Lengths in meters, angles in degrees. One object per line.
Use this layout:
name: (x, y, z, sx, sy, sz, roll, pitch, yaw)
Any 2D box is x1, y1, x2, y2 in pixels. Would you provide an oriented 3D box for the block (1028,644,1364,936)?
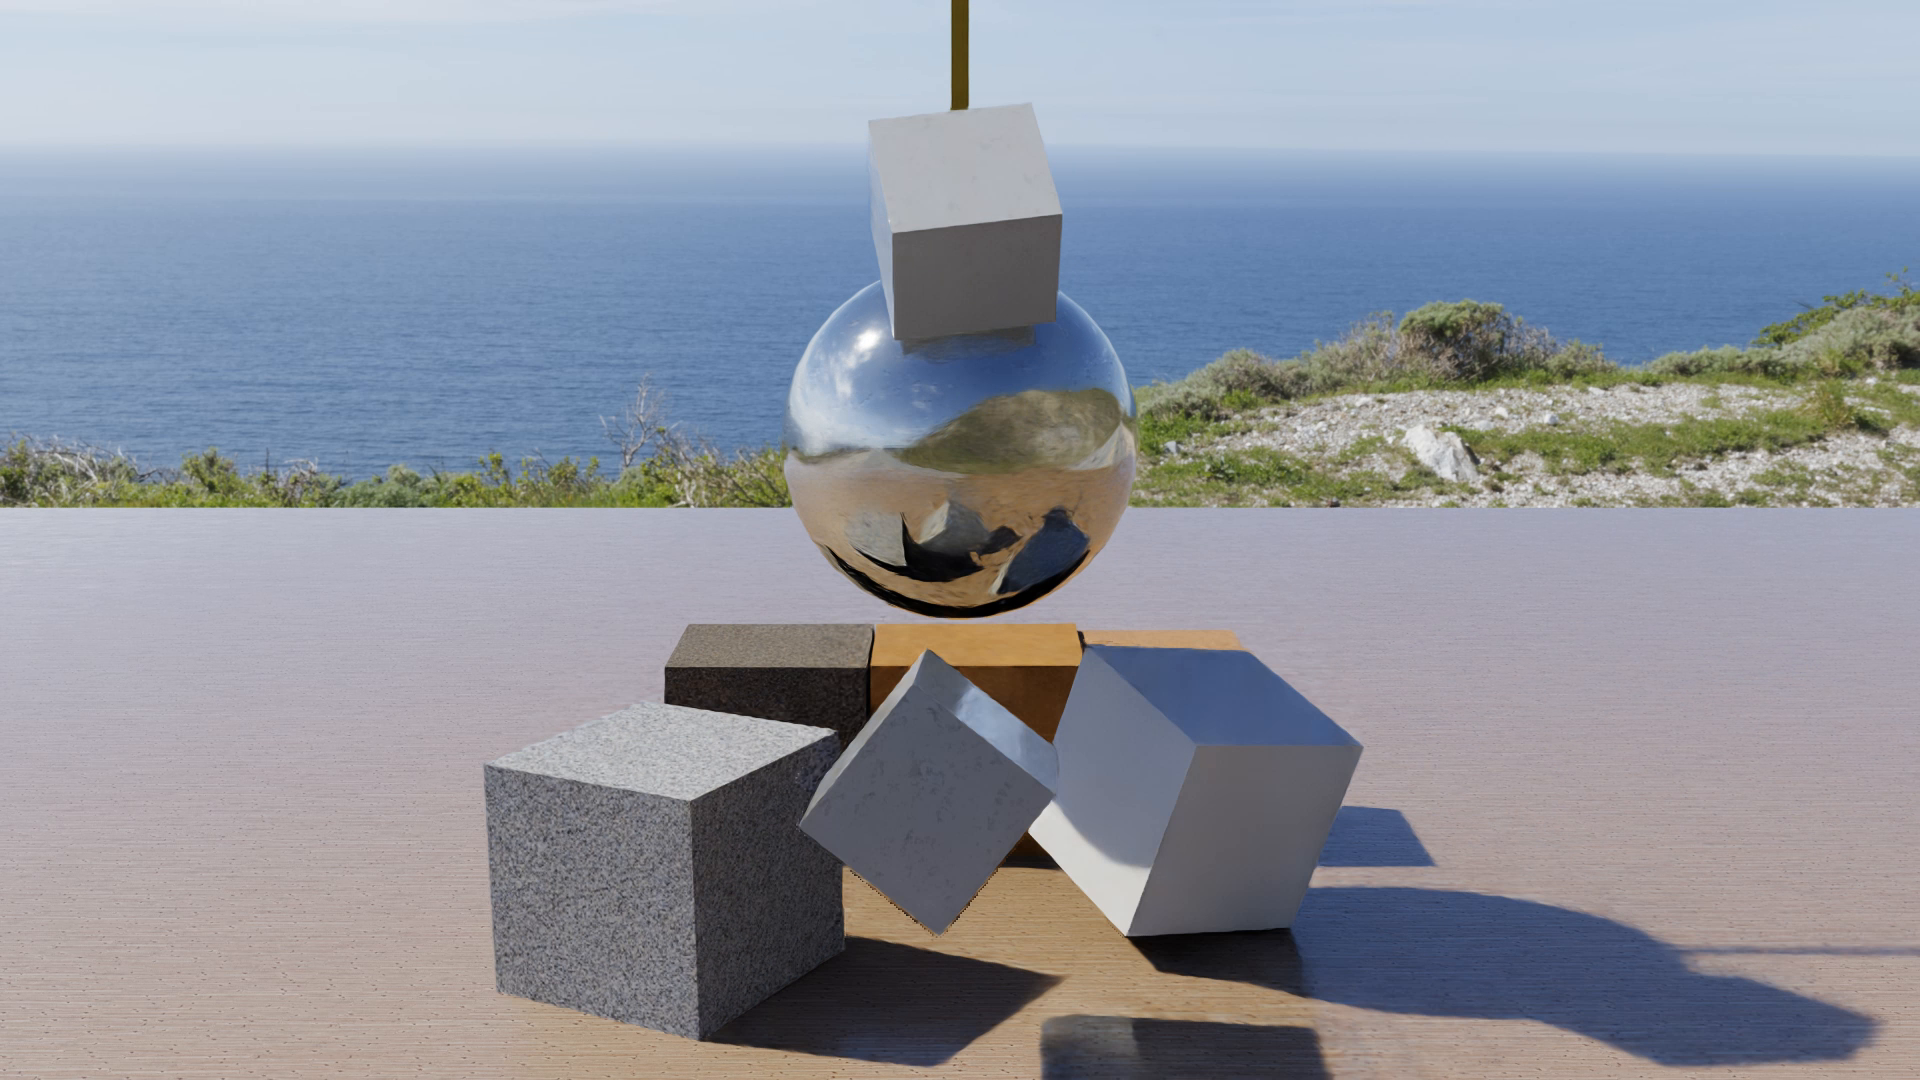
block: (1.028, 1.107, 9.843, 0.946, 0.948, 0.878, 4, 24, -34)

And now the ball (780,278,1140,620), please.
ball: (0.000, -0.443, 9.812, 1.600, 1.600, 1.600, 0, 10, 0)

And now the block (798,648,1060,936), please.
block: (-0.105, 0.964, 8.573, 0.677, 0.707, 0.696, 38, 9, -2)

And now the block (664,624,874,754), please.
block: (-0.956, 1.005, 11.379, 0.995, 0.951, 0.984, 0, 10, 0)

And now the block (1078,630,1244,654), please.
block: (1.038, 1.021, 11.362, 0.841, 0.926, 0.938, 0, 10, 0)

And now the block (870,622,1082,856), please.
block: (0.087, 1.005, 11.330, 1.055, 0.969, 0.966, 0, 10, 0)

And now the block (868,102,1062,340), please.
block: (0.011, -1.315, 9.082, 0.681, 0.619, 0.662, -7, 53, -6)

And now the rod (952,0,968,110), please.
rod: (0.000, -3.841, 9.924, 0.080, 5.200, 0.080, 0, -2, 0)

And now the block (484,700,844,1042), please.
block: (-1.226, 1.351, 9.288, 1.039, 0.993, 1.072, 6, 13, 29)
